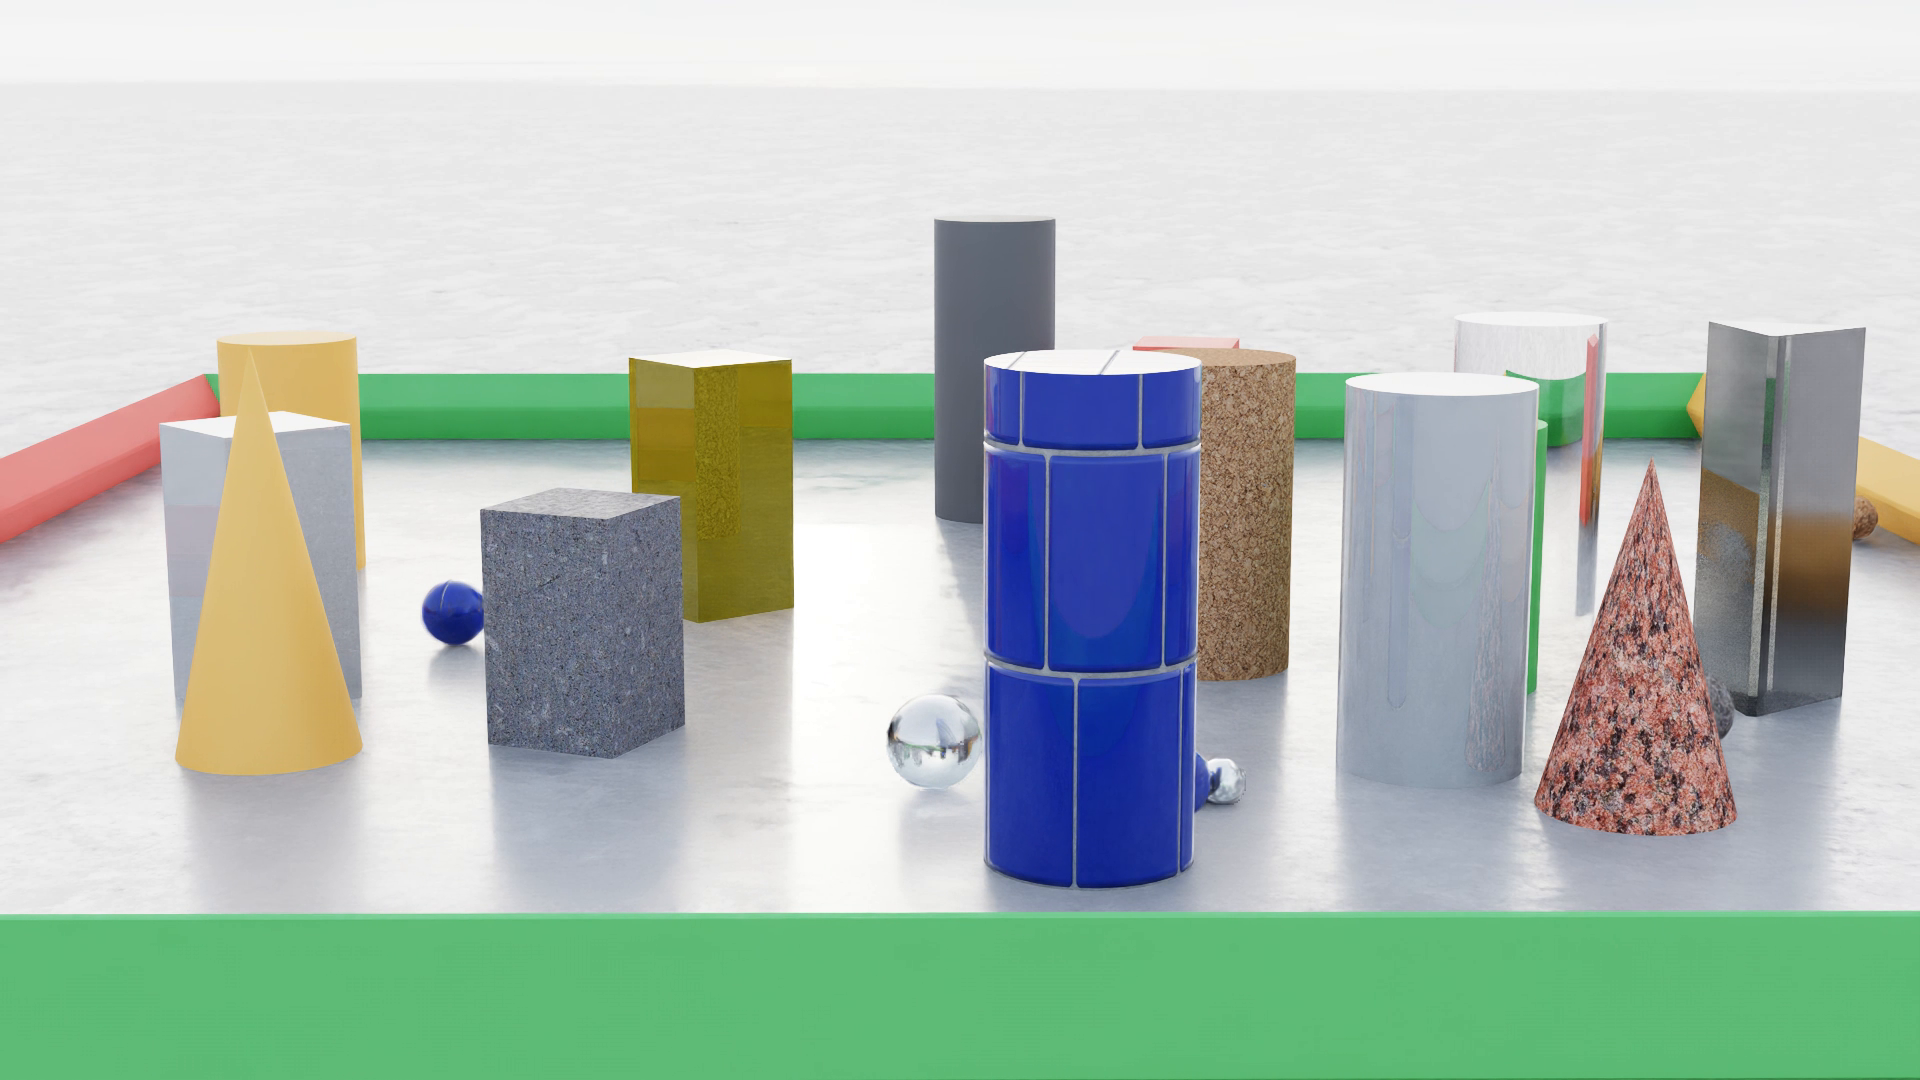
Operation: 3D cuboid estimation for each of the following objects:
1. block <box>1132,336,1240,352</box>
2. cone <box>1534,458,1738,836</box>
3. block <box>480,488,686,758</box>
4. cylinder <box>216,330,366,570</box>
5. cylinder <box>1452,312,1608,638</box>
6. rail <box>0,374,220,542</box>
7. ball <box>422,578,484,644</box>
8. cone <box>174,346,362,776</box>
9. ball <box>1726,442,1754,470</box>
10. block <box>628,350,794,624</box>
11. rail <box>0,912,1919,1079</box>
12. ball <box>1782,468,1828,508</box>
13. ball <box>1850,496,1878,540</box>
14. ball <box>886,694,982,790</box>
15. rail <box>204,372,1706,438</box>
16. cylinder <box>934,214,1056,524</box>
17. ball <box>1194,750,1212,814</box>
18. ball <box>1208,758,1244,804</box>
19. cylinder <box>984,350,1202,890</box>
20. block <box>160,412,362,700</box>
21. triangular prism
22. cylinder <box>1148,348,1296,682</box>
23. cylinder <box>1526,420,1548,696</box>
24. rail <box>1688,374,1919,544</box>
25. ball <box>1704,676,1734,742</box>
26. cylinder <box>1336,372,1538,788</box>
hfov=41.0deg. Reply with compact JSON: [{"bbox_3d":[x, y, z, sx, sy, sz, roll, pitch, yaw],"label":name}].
[{"bbox_3d":[0.363,-0.176,4.138,0.157,0.288,0.157,2,11,10],"label":"block"},{"bbox_3d":[0.671,0.091,2.518,0.196,0.353,0.196,0,11,0],"label":"cone"},{"bbox_3d":[-0.410,0.087,2.802,0.157,0.259,0.157,4,11,23],"label":"block"},{"bbox_3d":[-0.971,-0.126,3.733,0.196,0.338,0.196,0,11,0],"label":"cylinder"},{"bbox_3d":[0.740,-0.089,3.361,0.196,0.401,0.196,0,11,0],"label":"cylinder"},{"bbox_3d":[-1.452,0.034,3.441,0.045,0.127,3.264,0,11,0],"label":"rail"},{"bbox_3d":[-0.641,0.091,3.258,0.085,0.085,0.085,0,11,0],"label":"ball"},{"bbox_3d":[-0.742,0.011,2.719,0.196,0.437,0.196,0,11,0],"label":"cone"},{"bbox_3d":[1.416,-0.152,4.661,0.051,0.051,0.051,0,11,0],"label":"ball"},{"bbox_3d":[-0.335,-0.077,3.463,0.157,0.339,0.157,-9,14,-39],"label":"block"},{"bbox_3d":[0.009,0.326,1.868,2.952,0.127,0.045,0,11,0],"label":"rail"},{"bbox_3d":[1.401,-0.086,4.254,0.070,0.070,0.070,0,11,0],"label":"ball"},{"bbox_3d":[1.389,-0.034,3.982,0.066,0.066,0.066,0,11,0],"label":"ball"},{"bbox_3d":[-0.027,0.205,2.607,0.098,0.098,0.098,0,11,0],"label":"ball"},{"bbox_3d":[-0.009,-0.261,5.030,2.952,0.127,0.045,0,11,0],"label":"rail"},{"bbox_3d":[0.056,-0.280,4.169,0.196,0.482,0.196,0,11,0],"label":"cylinder"},{"bbox_3d":[0.203,0.235,2.492,0.081,0.081,0.081,0,11,0],"label":"ball"},{"bbox_3d":[0.261,0.240,2.556,0.046,0.046,0.046,0,11,0],"label":"ball"},{"bbox_3d":[0.119,0.068,2.344,0.196,0.463,0.196,0,11,0],"label":"cylinder"},{"bbox_3d":[-0.807,0.025,2.966,0.157,0.321,0.157,-10,14,-42],"label":"block"},{"bbox_3d":[0.918,-0.032,2.969,0.170,0.432,0.147,-8,13,-36],"label":"triangular prism"},{"bbox_3d":[0.307,-0.035,3.130,0.196,0.379,0.196,0,11,0],"label":"cylinder"},{"bbox_3d":[0.588,0.016,3.034,0.196,0.313,0.196,0,11,0],"label":"cylinder"},{"bbox_3d":[1.452,0.031,3.457,0.045,0.127,3.264,0,11,0],"label":"rail"},{"bbox_3d":[0.788,0.185,2.754,0.083,0.083,0.083,0,11,0],"label":"ball"},{"bbox_3d":[0.495,0.037,2.673,0.196,0.403,0.196,0,11,0],"label":"cylinder"}]
